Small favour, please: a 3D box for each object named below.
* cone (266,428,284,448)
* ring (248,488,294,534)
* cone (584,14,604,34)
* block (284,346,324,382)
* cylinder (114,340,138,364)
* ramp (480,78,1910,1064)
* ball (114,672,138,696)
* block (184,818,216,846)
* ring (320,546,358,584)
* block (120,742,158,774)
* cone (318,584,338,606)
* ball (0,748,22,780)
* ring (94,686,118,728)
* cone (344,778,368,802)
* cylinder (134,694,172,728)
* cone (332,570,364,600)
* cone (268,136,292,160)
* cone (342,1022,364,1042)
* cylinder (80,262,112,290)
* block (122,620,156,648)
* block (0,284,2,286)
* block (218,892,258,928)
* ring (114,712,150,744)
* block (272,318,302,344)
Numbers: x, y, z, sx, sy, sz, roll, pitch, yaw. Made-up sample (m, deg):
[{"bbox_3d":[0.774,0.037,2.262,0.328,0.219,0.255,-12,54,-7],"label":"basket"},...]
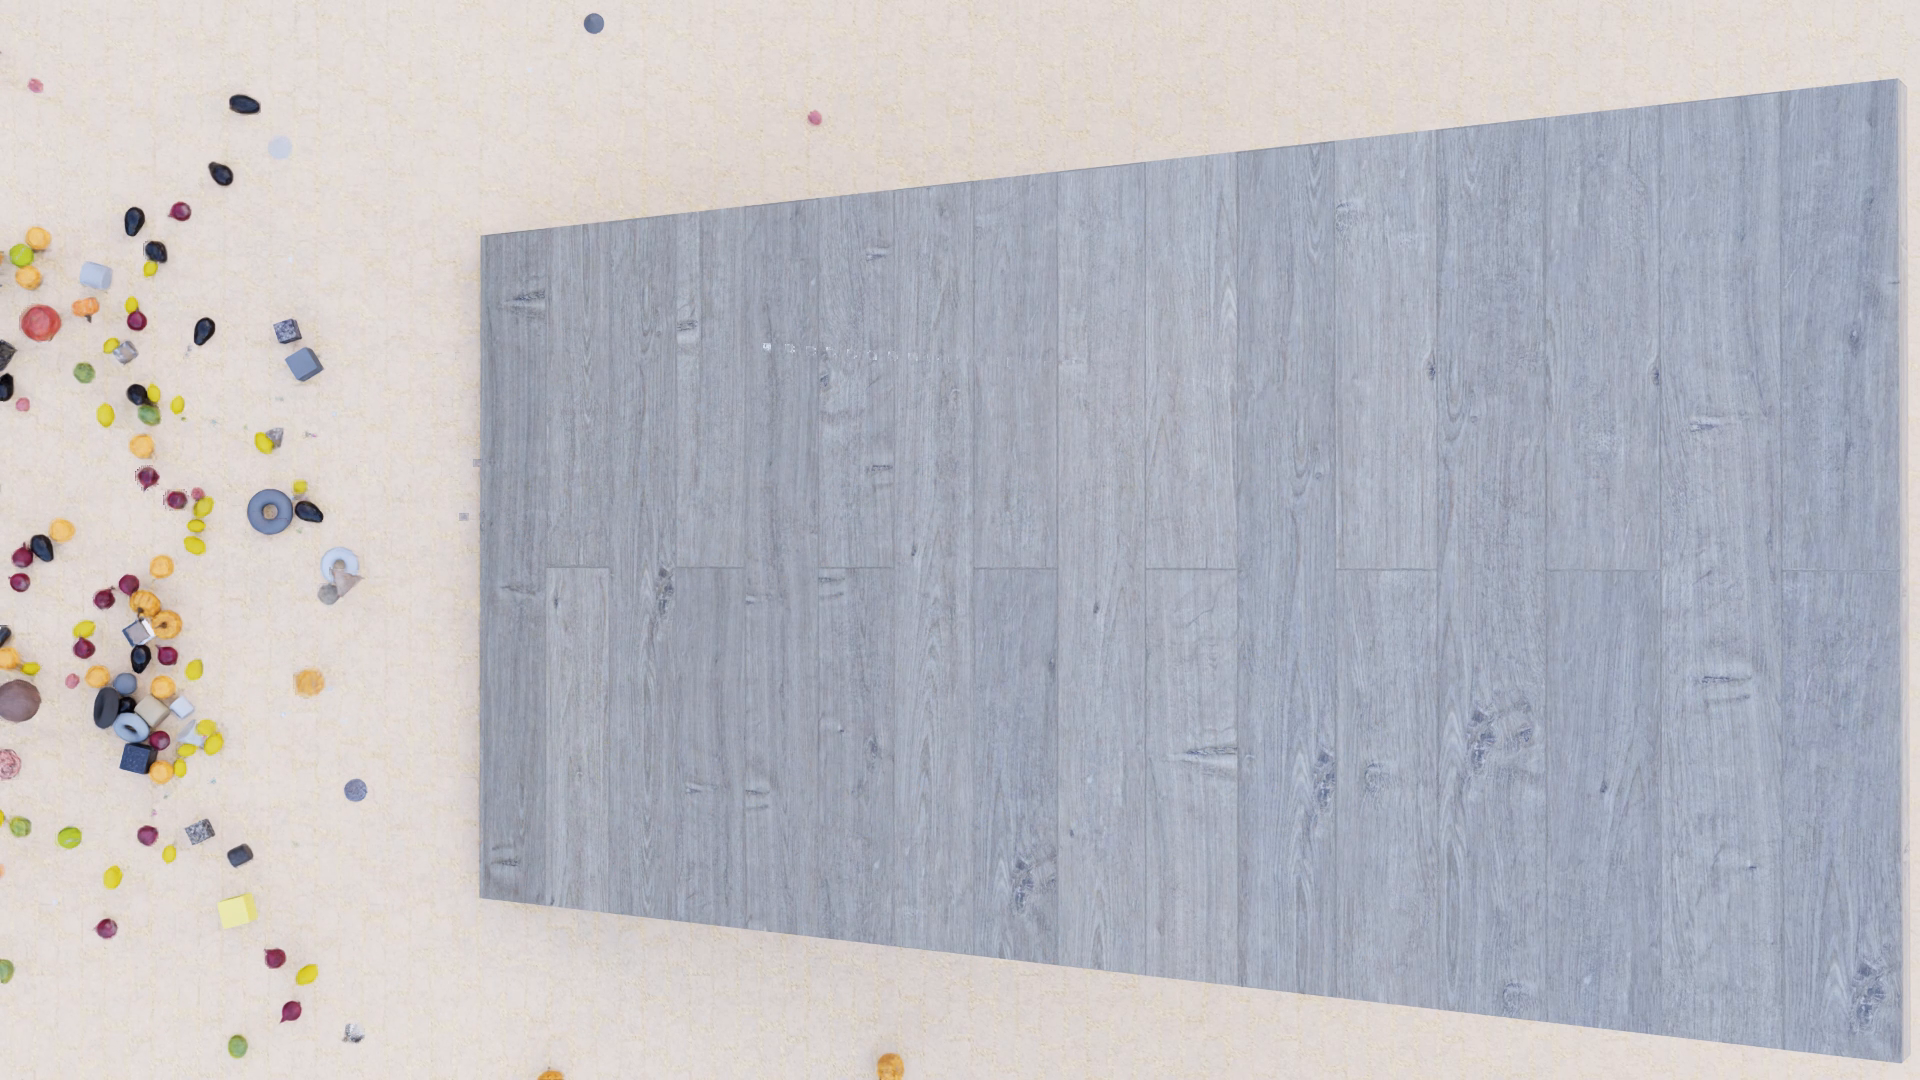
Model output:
[{"bbox_3d":[-2.083,-0.305,6.712,0.057,0.057,0.057,-10,116,0],"label":"cone"},{"bbox_3d":[-2.102,-0.086,6.700,0.141,0.047,0.141,0,88,0],"label":"ring"},{"bbox_3d":[-1.121,-1.582,6.704,0.064,0.064,0.064,0,90,0],"label":"cone"},{"bbox_3d":[-1.994,-0.534,6.690,0.073,0.073,0.073,-32,90,0],"label":"block"},{"bbox_3d":[-2.542,-0.570,6.701,0.053,0.053,0.053,-36,90,0],"label":"cylinder"},{"bbox_3d":[0.256,0.070,5.592,4.000,0.100,2.000,0,89,33],"label":"ramp"},{"bbox_3d":[-2.535,0.438,6.683,0.070,0.070,0.070,0,90,0],"label":"ball"},{"bbox_3d":[-2.310,0.887,6.686,0.057,0.057,0.057,-25,90,0],"label":"block"},{"bbox_3d":[-1.891,0.079,6.703,0.116,0.039,0.116,0,91,0],"label":"ring"},{"bbox_3d":[-2.493,0.663,6.678,0.077,0.077,0.077,14,90,0],"label":"block"},{"bbox_3d":[-1.930,0.167,6.688,0.065,0.065,0.065,0,90,0],"label":"cone"},{"bbox_3d":[-2.897,0.680,6.669,0.095,0.095,0.095,0,90,0],"label":"ball"},{"bbox_3d":[-2.588,0.508,6.665,0.043,0.128,0.128,12,89,-40],"label":"ring"},{"bbox_3d":[-1.845,0.764,6.680,0.071,0.071,0.071,0,90,0],"label":"cone"},{"bbox_3d":[-2.452,0.518,6.680,0.076,0.076,0.076,41,90,0],"label":"cylinder"},{"bbox_3d":[-1.846,0.124,6.659,0.092,0.092,0.092,-14,89,-17],"label":"cone"},{"bbox_3d":[-2.081,-1.203,6.695,0.075,0.075,0.075,0,90,0],"label":"cone"},{"bbox_3d":[-1.864,1.513,6.694,0.066,0.066,0.066,-36,90,26],"label":"cone"},{"bbox_3d":[-2.629,-0.806,6.694,0.070,0.070,0.070,16,90,0],"label":"cylinder"},{"bbox_3d":[-2.498,0.283,6.689,0.061,0.061,0.061,-33,90,0],"label":"block"},{"bbox_3d":[-2.971,-0.785,6.700,0.059,0.059,0.059,-36,90,0],"label":"block"},{"bbox_3d":[-2.191,1.124,6.672,0.081,0.081,0.081,-15,90,0],"label":"block"},{"bbox_3d":[-2.517,0.570,6.678,0.113,0.038,0.113,6,128,8],"label":"ring"},{"bbox_3d":[-2.048,-0.635,6.699,0.058,0.058,0.058,-18,90,0],"label":"block"}]
